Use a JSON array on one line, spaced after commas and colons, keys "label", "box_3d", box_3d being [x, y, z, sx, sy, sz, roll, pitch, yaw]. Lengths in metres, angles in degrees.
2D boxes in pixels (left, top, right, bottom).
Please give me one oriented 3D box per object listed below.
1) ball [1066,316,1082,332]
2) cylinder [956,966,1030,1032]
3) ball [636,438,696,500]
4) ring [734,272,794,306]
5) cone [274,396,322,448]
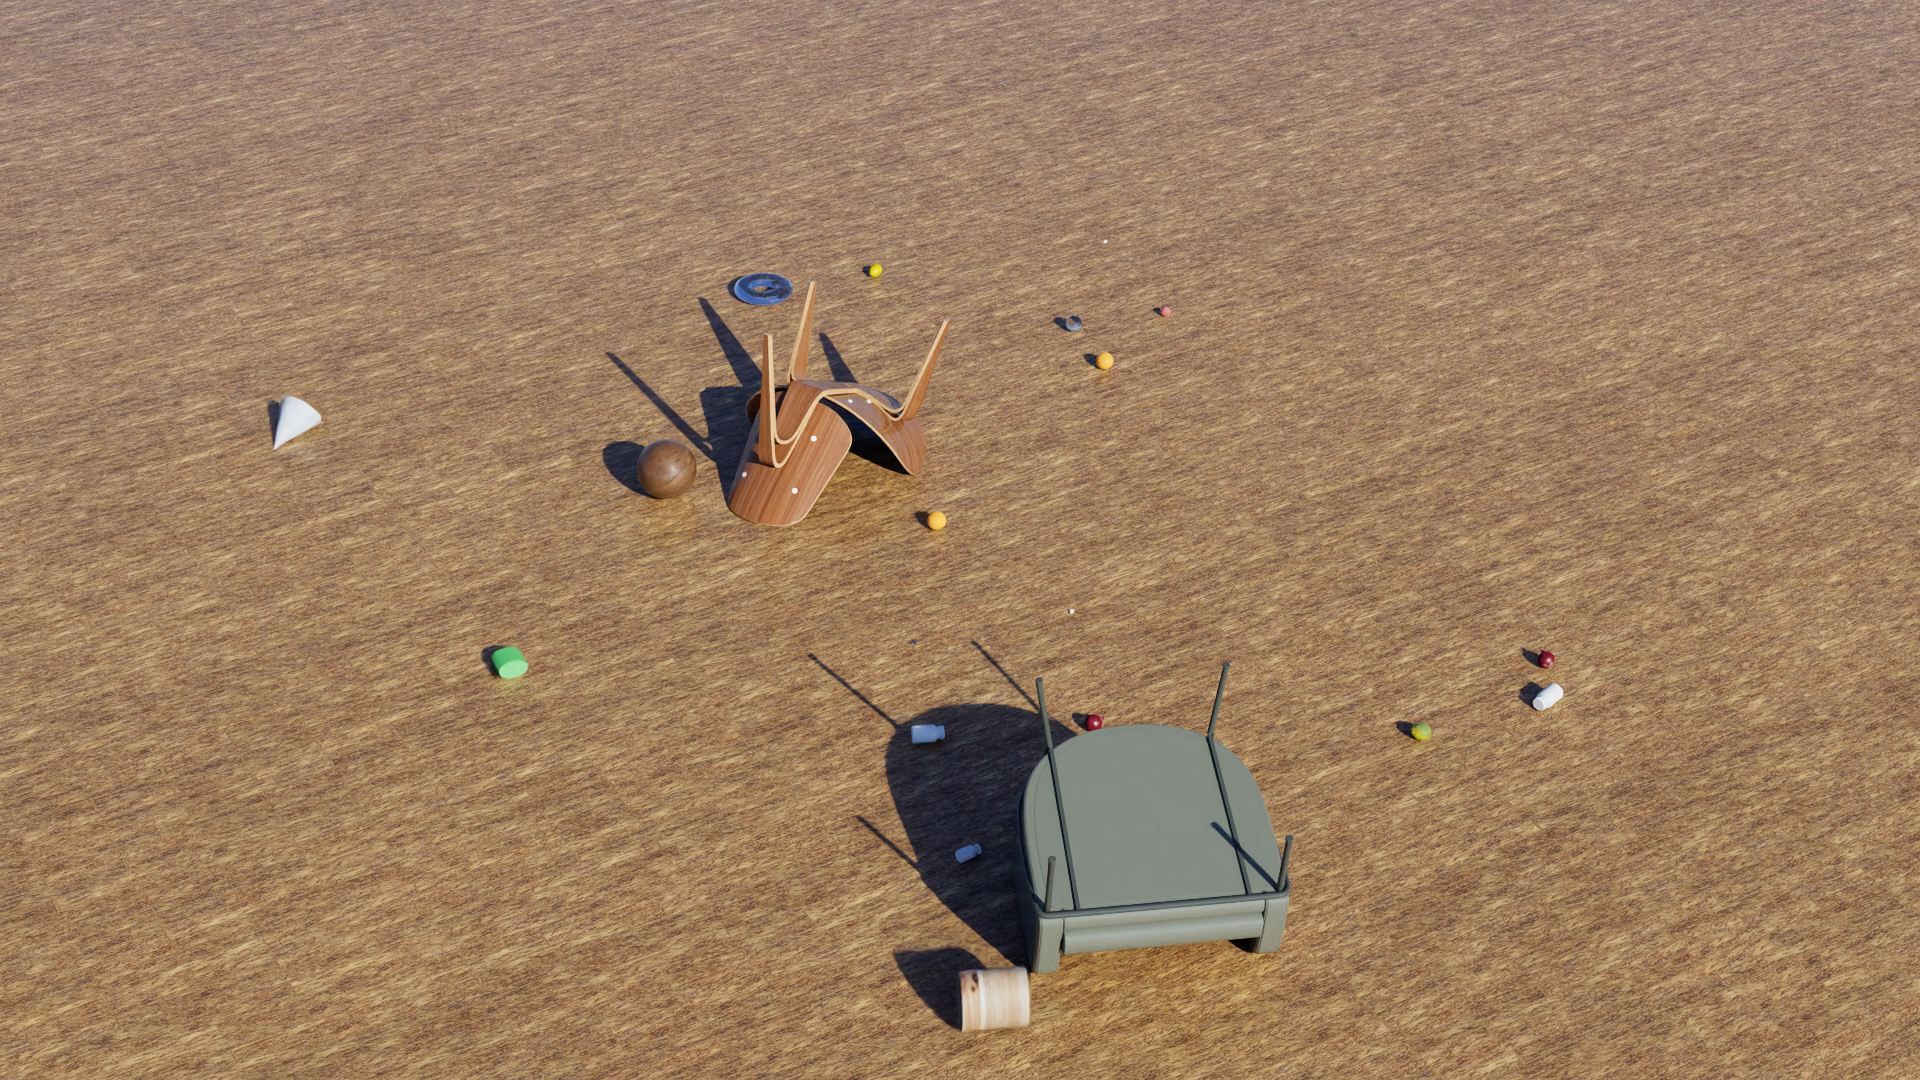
[{"label": "ball", "box_3d": [0.476, -0.906, 12.256, 0.069, 0.069, 0.069, 0, 33, 0]}, {"label": "cylinder", "box_3d": [0.098, 1.360, 8.698, 0.198, 0.201, 0.155, -4, 38, -6]}, {"label": "ball", "box_3d": [-1.115, -0.270, 11.145, 0.230, 0.230, 0.230, 0, 33, 0]}, {"label": "ring", "box_3d": [-0.839, -1.073, 12.527, 0.256, 0.051, 0.250, 24, 39, 30]}, {"label": "cone", "box_3d": [-2.645, -0.433, 11.536, 0.182, 0.151, 0.209, 23, 59, 11]}]
